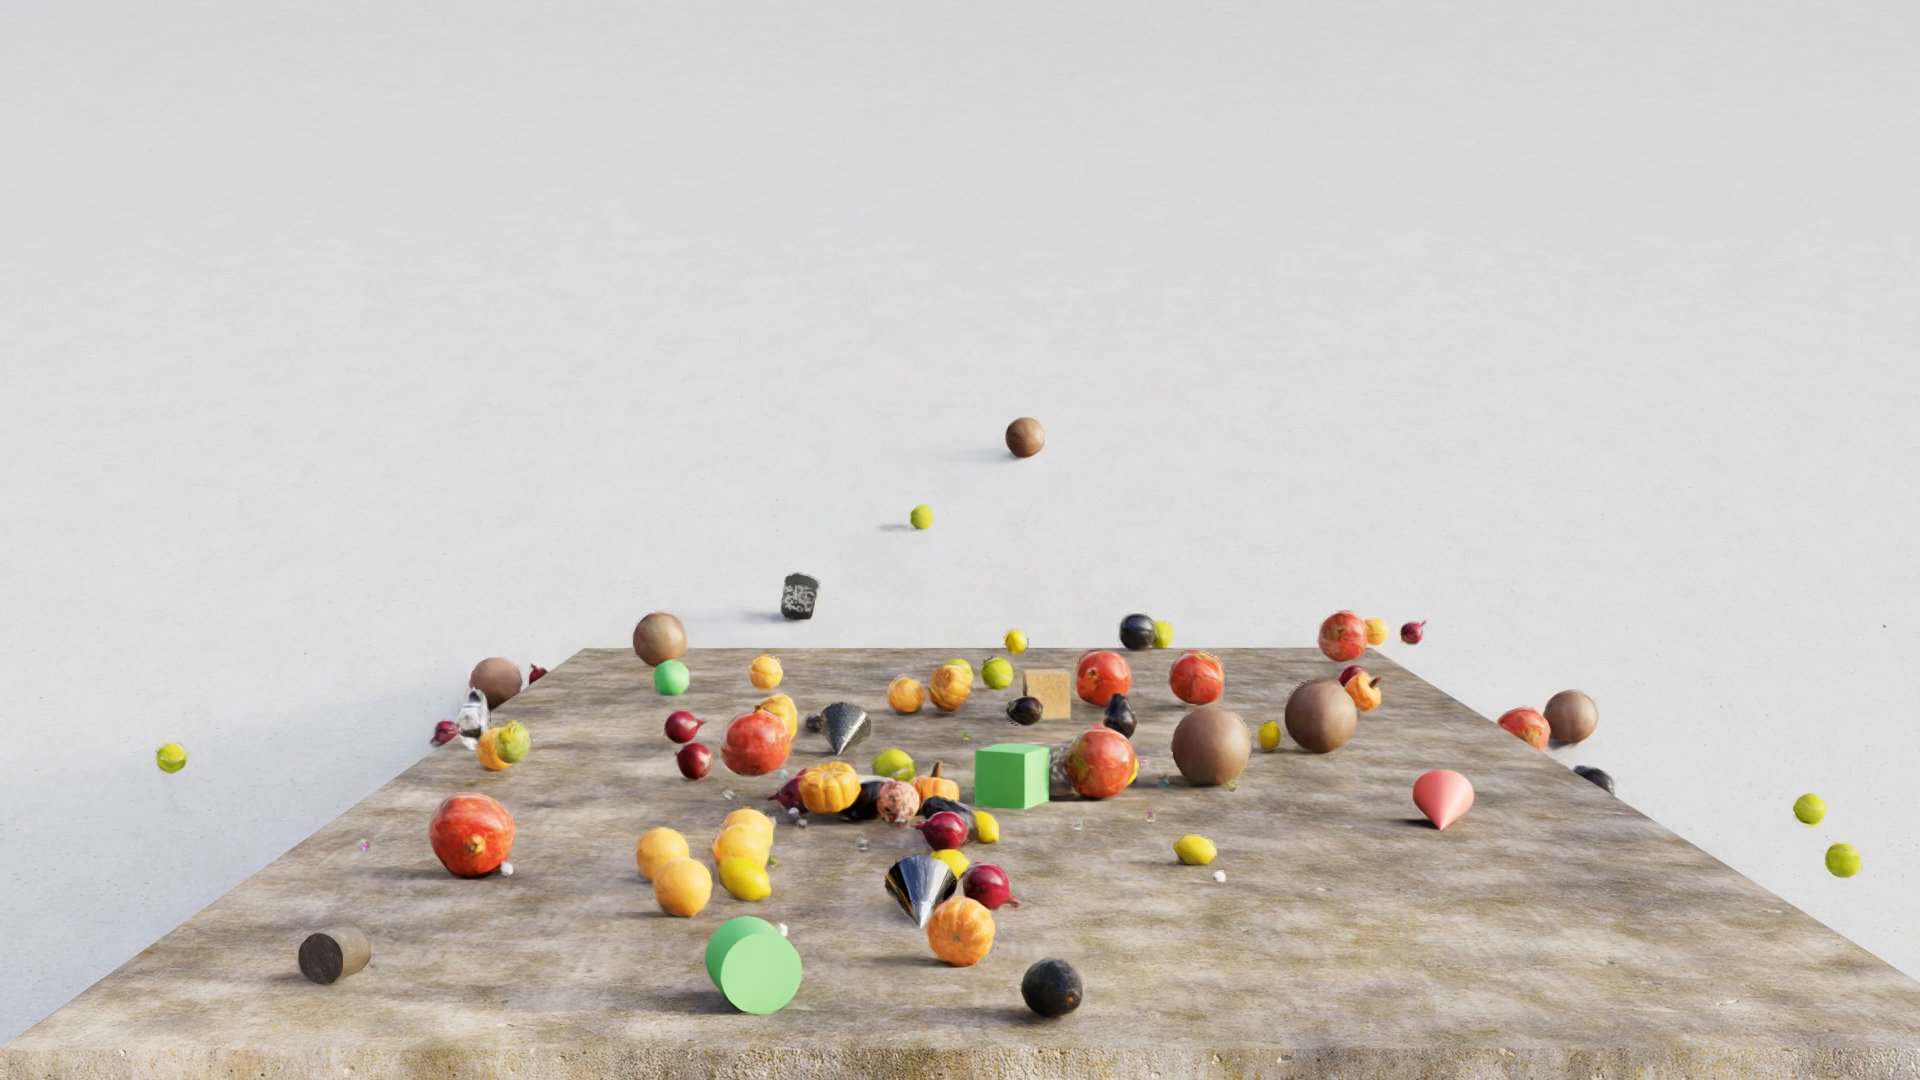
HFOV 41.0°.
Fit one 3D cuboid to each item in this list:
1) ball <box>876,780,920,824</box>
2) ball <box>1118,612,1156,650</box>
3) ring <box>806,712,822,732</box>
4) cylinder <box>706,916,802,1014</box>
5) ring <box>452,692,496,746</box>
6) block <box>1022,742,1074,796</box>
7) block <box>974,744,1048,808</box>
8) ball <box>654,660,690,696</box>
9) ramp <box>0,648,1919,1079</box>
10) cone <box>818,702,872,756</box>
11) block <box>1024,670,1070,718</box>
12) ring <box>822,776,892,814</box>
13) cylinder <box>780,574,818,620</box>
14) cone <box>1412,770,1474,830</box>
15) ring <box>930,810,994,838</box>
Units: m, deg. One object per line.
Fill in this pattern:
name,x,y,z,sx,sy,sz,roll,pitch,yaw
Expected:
ball,-0.094,0.393,3.857,0.064,0.064,0.064,0,21,0
ball,0.445,0.230,6.451,0.096,0.096,0.096,0,21,0
ring,-0.244,0.349,4.921,0.102,0.034,0.102,0,2,0
cylinder,-0.219,0.449,2.715,0.086,0.086,0.086,-6,5,-16
ring,-0.878,0.324,4.644,0.037,0.112,0.112,-35,28,-6
block,0.134,0.371,4.162,0.076,0.076,0.076,-2,4,-27
block,0.081,0.372,4.051,0.087,0.087,0.087,2,4,27
ball,-0.616,0.295,5.483,0.077,0.077,0.077,0,21,0
ramp,0.048,0.438,4.532,2.000,0.100,4.000,0,3,0
cone,-0.214,0.361,4.623,0.098,0.098,0.098,2,30,5
block,0.174,0.308,5.154,0.087,0.087,0.087,0,3,-3
ring,-0.147,0.396,3.997,0.136,0.045,0.136,1,3,0
cylinder,-0.434,0.155,6.936,0.091,0.091,0.091,10,27,-5
cone,0.719,0.406,3.836,0.091,0.091,0.091,4,31,10
ring,0.003,0.416,3.760,0.096,0.032,0.096,1,3,0
